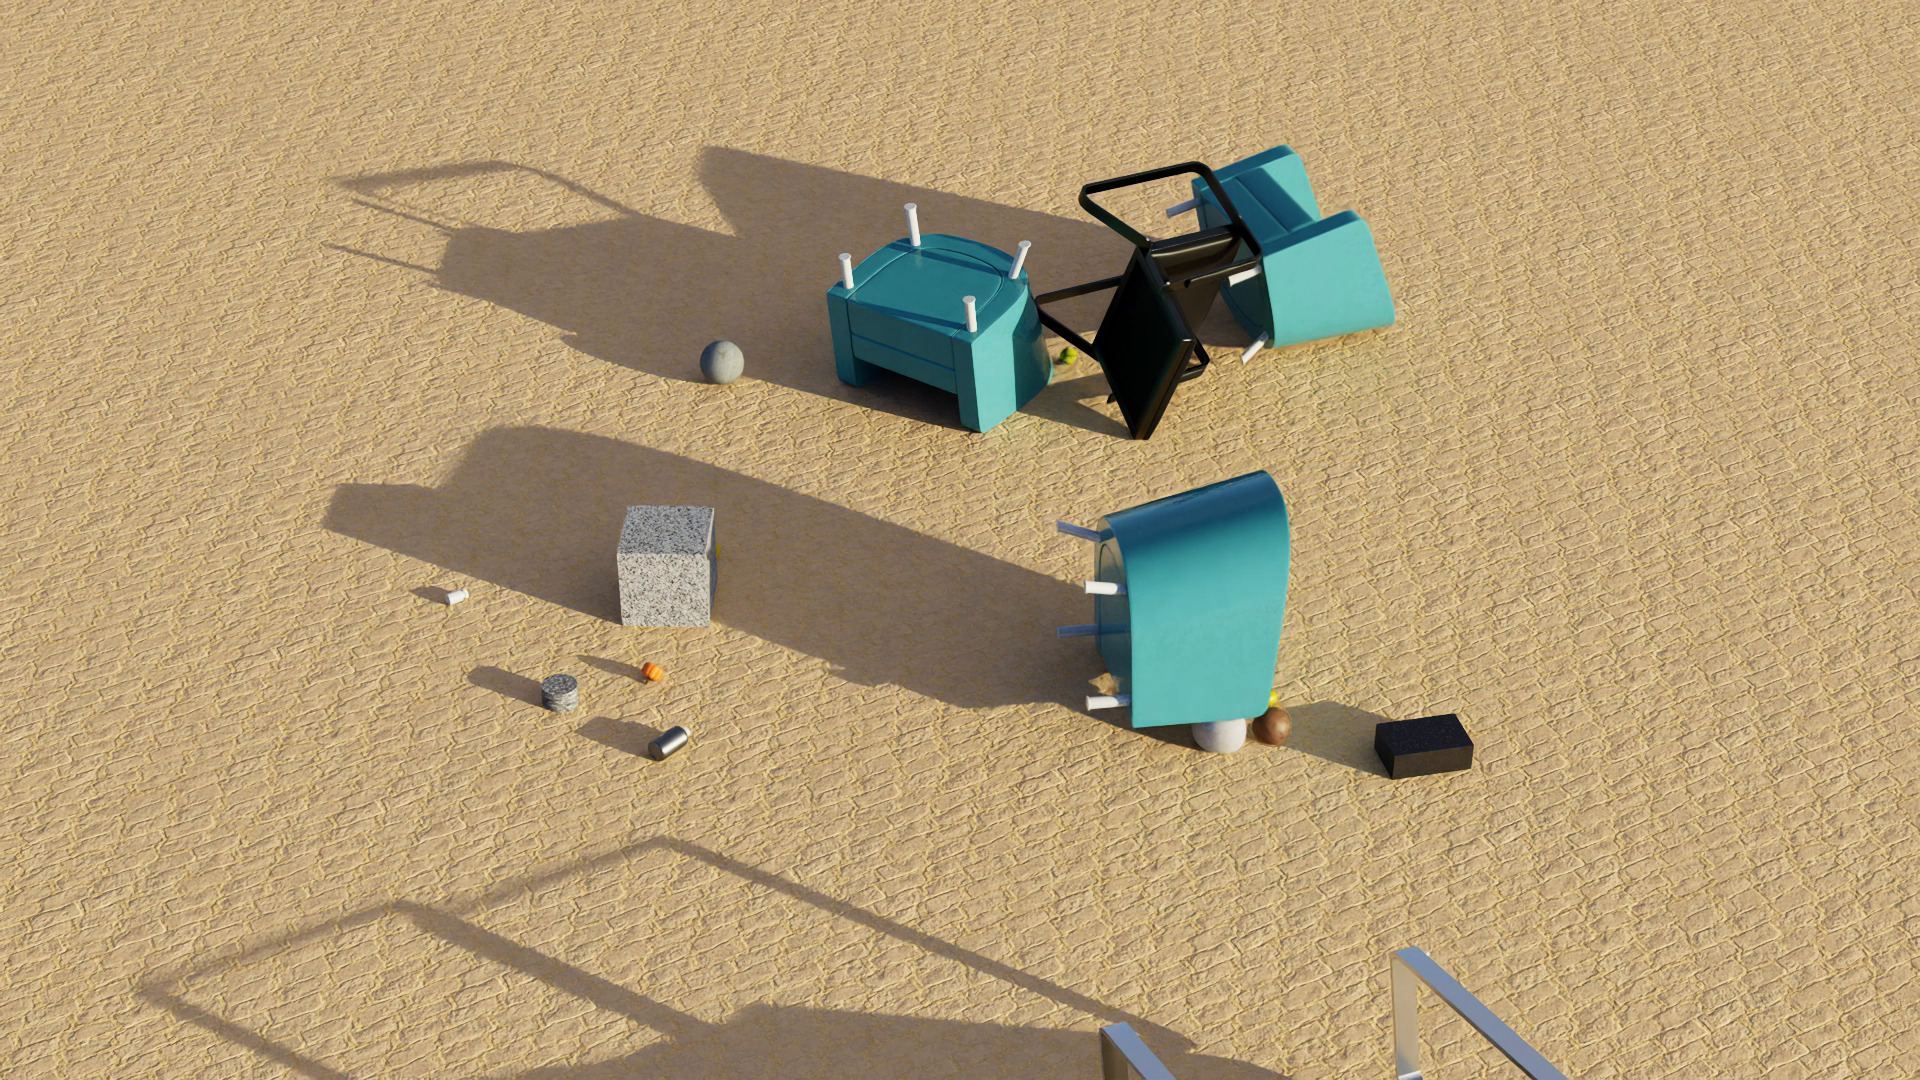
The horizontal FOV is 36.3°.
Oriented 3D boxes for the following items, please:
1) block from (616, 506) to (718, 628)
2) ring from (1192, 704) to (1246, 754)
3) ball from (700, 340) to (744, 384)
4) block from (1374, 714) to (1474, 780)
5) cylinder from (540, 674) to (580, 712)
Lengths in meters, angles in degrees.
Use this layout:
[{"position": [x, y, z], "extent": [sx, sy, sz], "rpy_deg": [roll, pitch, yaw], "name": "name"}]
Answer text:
[{"position": [-1.047, 0.093, 10.521], "extent": [0.310, 0.311, 0.314], "rpy_deg": [1, 33, 1], "name": "block"}, {"position": [0.872, 0.634, 9.866], "extent": [0.190, 0.128, 0.155], "rpy_deg": [16, 29, 24], "name": "ring"}, {"position": [-0.963, -0.719, 11.871], "extent": [0.180, 0.180, 0.180], "rpy_deg": [0, 33, 0], "name": "ball"}, {"position": [1.551, 0.690, 9.806], "extent": [0.278, 0.100, 0.181], "rpy_deg": [-7, 34, -10], "name": "block"}, {"position": [-1.375, 0.526, 10.079], "extent": [0.126, 0.074, 0.122], "rpy_deg": [14, 36, 20], "name": "cylinder"}]
